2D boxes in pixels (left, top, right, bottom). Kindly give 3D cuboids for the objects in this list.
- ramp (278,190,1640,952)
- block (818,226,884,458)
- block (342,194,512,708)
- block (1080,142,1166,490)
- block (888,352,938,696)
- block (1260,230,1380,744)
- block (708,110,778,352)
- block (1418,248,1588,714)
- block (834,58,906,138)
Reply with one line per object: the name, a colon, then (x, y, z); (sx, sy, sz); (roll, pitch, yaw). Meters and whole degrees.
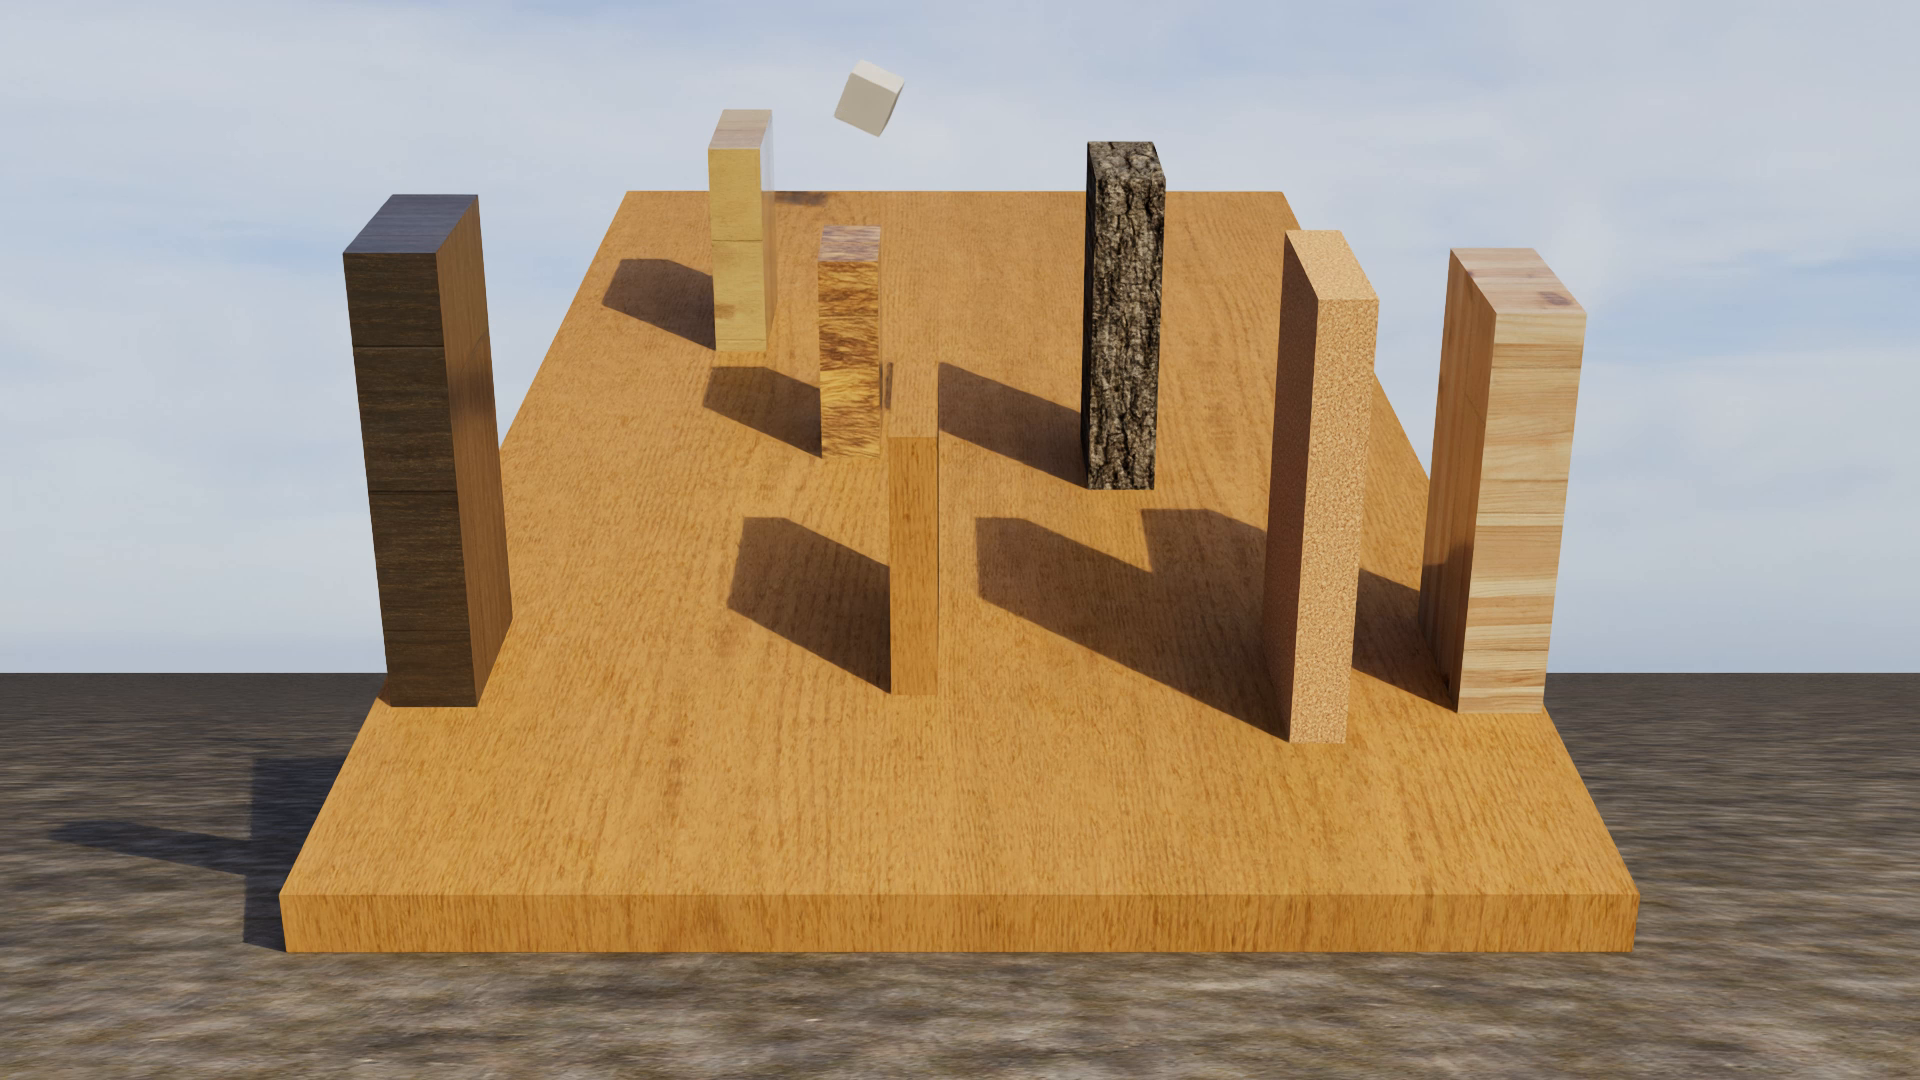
ramp: (-0.008, -0.227, 5.259); (2.000, 0.100, 4.000); (0, 23, 0)
block: (-0.236, -0.433, 5.053); (0.125, 0.443, 0.276); (0, 23, 0)
block: (-0.896, -0.153, 3.949); (0.146, 0.800, 0.354); (0, 23, 0)
block: (0.338, -0.473, 4.870); (0.139, 0.663, 0.320); (0, 23, 0)
block: (-0.079, -0.037, 4.095); (0.080, 0.475, 0.432); (0, 23, 0)
block: (0.591, -0.092, 3.859); (0.093, 0.766, 0.387); (0, 23, 0)
block: (-0.536, -0.776, 5.767); (0.123, 0.503, 0.414); (0, 23, 0)
block: (0.916, -0.104, 3.961); (0.143, 0.710, 0.368); (0, 23, 0)
block: (-0.259, -1.266, 6.637); (0.143, 0.143, 0.143); (24, 29, -3)
